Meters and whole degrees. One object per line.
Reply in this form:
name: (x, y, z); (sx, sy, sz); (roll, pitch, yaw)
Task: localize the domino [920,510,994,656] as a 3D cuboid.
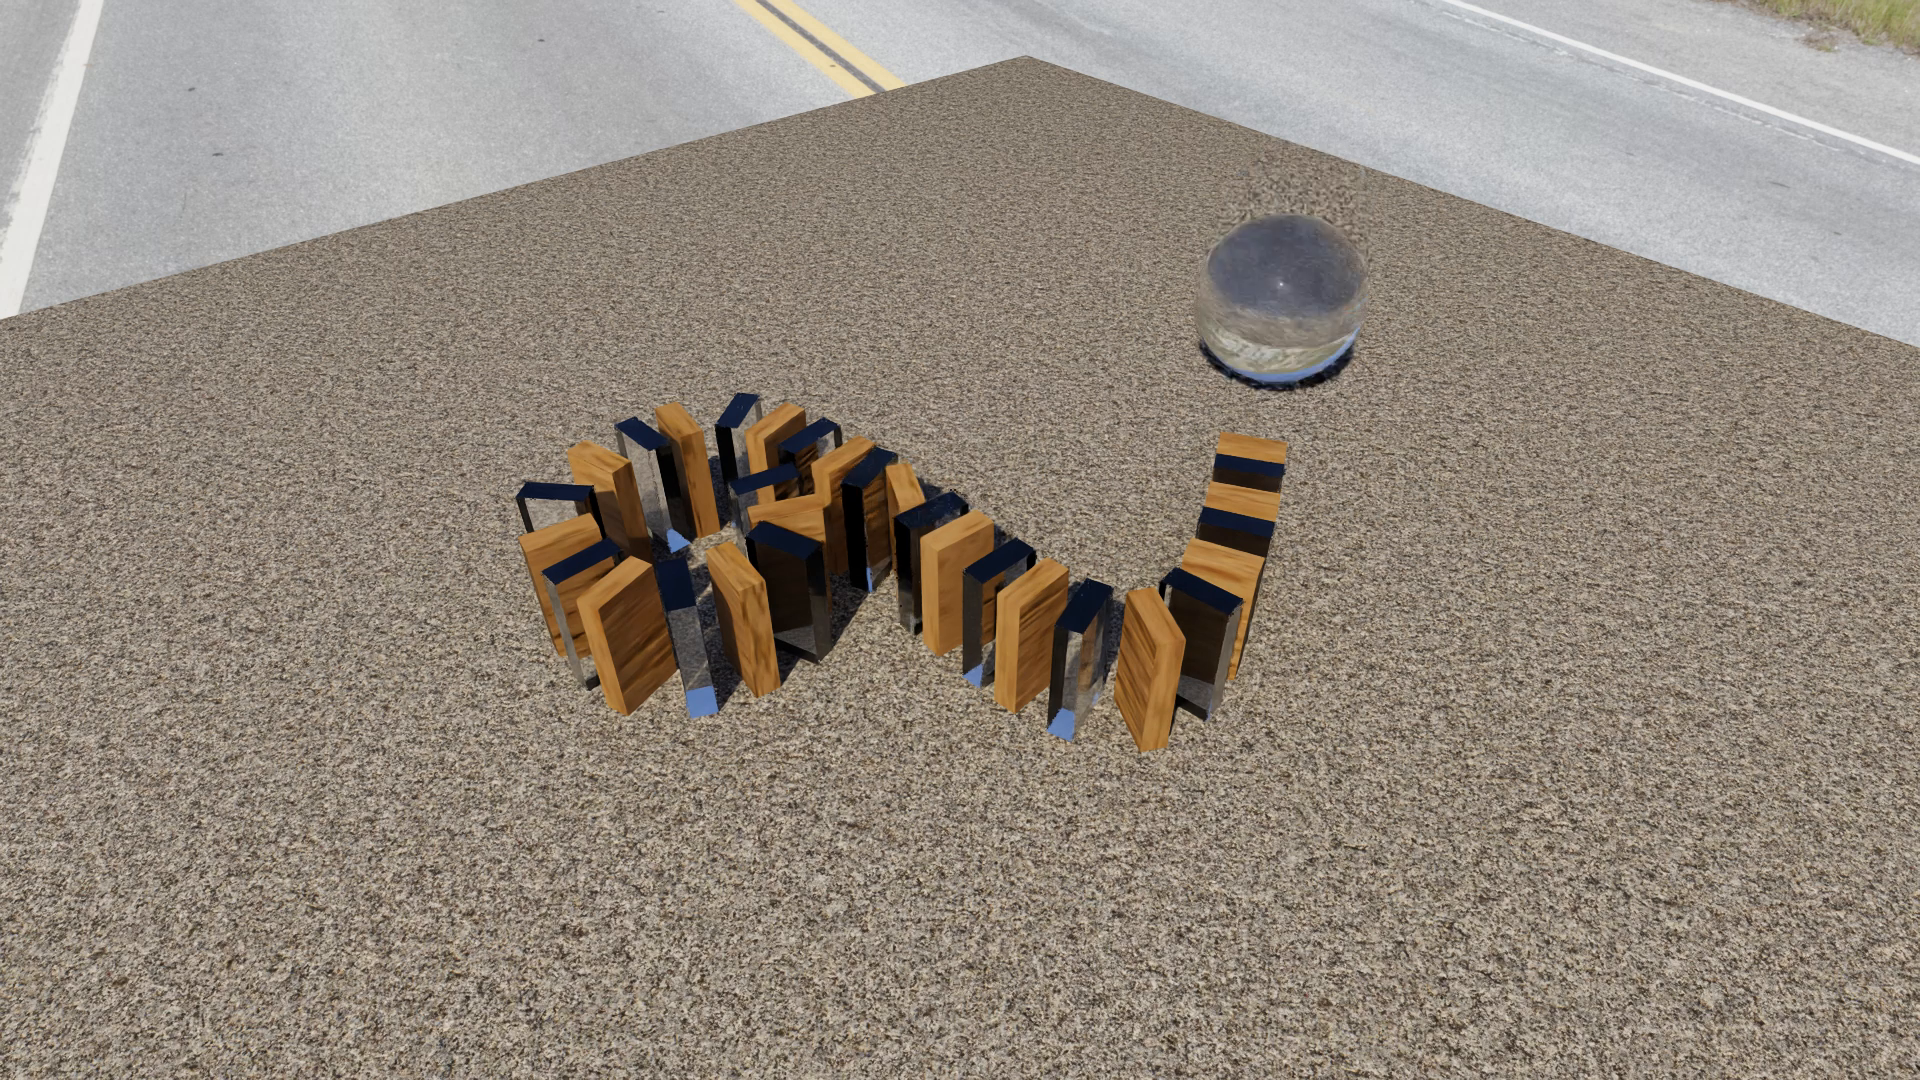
domino: (-0.001, 0.016, 0.392); (0.025, 0.050, 0.009); (-28, 47, -29)

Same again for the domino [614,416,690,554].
domino: (-0.122, -0.022, 0.438); (0.010, 0.050, 0.025); (-32, 49, -33)

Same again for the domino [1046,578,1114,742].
domino: (0.039, 0.040, 0.363); (0.009, 0.050, 0.025); (19, 43, 22)

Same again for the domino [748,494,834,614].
domino: (-0.061, 0.008, 0.402); (0.025, 0.050, 0.009); (-12, 41, -14)

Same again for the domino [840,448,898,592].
domino: (-0.033, -0.007, 0.420); (0.010, 0.050, 0.025); (17, 42, 21)

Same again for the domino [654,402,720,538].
domino: (-0.110, -0.028, 0.446); (0.010, 0.050, 0.025); (-23, 45, -26)

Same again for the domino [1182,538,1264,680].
domino: (0.088, 0.025, 0.381); (0.025, 0.050, 0.010); (17, 42, 19)

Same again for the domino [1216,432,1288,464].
domino: (0.111, -0.017, 0.432); (0.025, 0.050, 0.009); (11, 41, 13)

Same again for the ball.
ball: (0.154, -0.116, 0.529); (0.080, 0.080, 0.080); (0, 39, 0)

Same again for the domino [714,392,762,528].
domino: (-0.088, -0.032, 0.451); (0.009, 0.050, 0.025); (8, 40, 9)

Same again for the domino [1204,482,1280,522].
domino: (0.101, 0.003, 0.407); (0.025, 0.050, 0.009); (12, 41, 14)

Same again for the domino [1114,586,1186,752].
domino: (0.061, 0.043, 0.359); (0.010, 0.050, 0.025); (-9, 40, -11)

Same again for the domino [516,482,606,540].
domino: (-0.145, 0.002, 0.409); (0.025, 0.050, 0.009); (3, 39, 4)

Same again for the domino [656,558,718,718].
domino: (-0.092, 0.033, 0.371); (0.009, 0.050, 0.025); (-12, 41, -14)

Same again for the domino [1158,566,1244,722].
domino: (0.077, 0.035, 0.368); (0.025, 0.050, 0.010); (28, 47, 30)

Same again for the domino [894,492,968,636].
domino: (-0.010, 0.009, 0.401); (0.025, 0.050, 0.009); (-25, 45, -27)

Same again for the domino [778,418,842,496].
domino: (-0.058, -0.021, 0.437); (0.009, 0.050, 0.025); (27, 46, 29)

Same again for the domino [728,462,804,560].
domino: (-0.071, -0.003, 0.415); (0.025, 0.050, 0.010); (-20, 43, -23)

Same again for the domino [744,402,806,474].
domino: (-0.072, -0.027, 0.445); (0.010, 0.050, 0.025); (22, 44, 24)

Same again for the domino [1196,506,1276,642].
domino: (0.096, 0.013, 0.396); (0.025, 0.050, 0.009); (14, 41, 16)

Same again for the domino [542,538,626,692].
domino: (-0.125, 0.026, 0.380); (0.025, 0.050, 0.009); (-32, 49, -33)

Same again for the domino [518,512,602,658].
domino: (-0.137, 0.017, 0.391); (0.025, 0.050, 0.010); (-22, 44, -25)

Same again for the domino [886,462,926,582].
domino: (-0.019, -0.001, 0.413); (0.009, 0.050, 0.025); (-11, 40, -11)

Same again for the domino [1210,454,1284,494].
domino: (0.107, -0.008, 0.421); (0.025, 0.050, 0.009); (11, 41, 13)

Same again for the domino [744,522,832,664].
domino: (-0.060, 0.019, 0.388); (0.025, 0.050, 0.009); (19, 43, 22)

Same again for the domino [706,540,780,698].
domino: (-0.074, 0.028, 0.378); (0.009, 0.050, 0.025); (-24, 45, -26)

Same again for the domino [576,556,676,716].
domino: (-0.112, 0.033, 0.371); (0.010, 0.050, 0.025); (20, 43, 23)

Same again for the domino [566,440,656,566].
domino: (-0.135, -0.012, 0.426); (0.025, 0.050, 0.009); (24, 45, 26)

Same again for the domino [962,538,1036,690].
domino: (0.013, 0.026, 0.380); (0.025, 0.050, 0.009); (-31, 48, -32)

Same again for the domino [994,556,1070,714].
domino: (0.024, 0.033, 0.372); (0.009, 0.050, 0.025); (30, 48, 32)

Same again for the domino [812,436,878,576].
domino: (-0.043, -0.013, 0.427); (0.009, 0.050, 0.025); (29, 47, 31)
